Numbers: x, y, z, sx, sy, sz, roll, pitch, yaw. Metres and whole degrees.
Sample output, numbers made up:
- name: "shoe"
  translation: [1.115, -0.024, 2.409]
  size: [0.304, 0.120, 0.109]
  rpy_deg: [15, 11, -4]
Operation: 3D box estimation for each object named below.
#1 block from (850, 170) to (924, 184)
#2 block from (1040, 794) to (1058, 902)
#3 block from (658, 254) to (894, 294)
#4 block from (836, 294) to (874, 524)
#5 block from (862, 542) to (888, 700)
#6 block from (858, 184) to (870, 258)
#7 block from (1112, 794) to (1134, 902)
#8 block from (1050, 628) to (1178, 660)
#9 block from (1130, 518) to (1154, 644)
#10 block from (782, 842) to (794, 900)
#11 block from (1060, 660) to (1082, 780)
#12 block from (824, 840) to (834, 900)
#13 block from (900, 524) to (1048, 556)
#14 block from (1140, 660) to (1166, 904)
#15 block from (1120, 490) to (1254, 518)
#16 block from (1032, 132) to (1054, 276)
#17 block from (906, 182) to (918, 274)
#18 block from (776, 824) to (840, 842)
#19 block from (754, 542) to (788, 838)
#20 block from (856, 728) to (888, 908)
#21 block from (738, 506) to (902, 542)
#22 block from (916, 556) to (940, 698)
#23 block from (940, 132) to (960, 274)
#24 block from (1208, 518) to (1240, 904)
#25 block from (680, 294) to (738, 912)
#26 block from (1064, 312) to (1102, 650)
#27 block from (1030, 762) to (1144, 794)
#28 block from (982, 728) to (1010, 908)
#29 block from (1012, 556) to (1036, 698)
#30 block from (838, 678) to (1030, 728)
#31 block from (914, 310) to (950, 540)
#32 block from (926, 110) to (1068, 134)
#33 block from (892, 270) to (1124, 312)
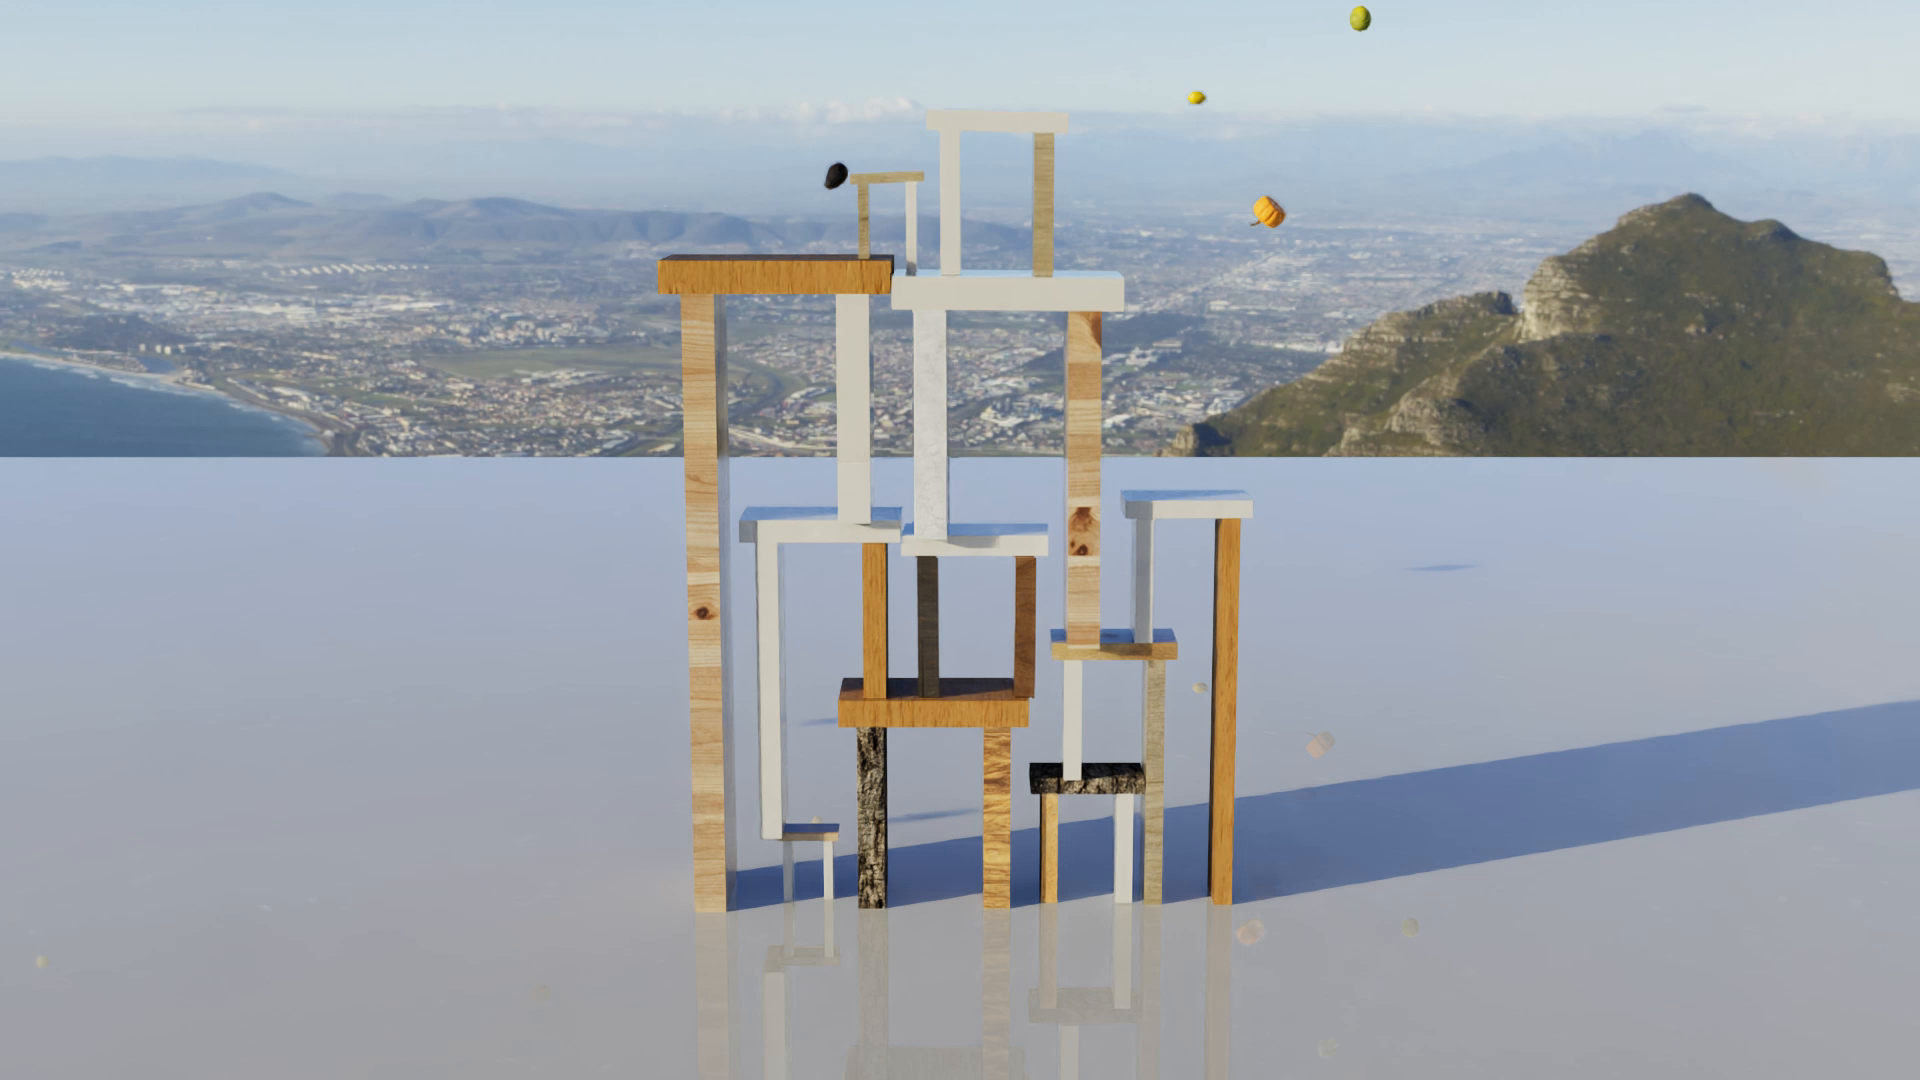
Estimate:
- name: "block"
  translation: [-0.114, -0.569, 3.452]
  size: [0.115, 0.016, 0.058]
  rpy_deg: [-2, 11, 0]
- name: "block"
  translation: [0.147, 0.498, 3.655]
  size: [0.026, 0.185, 0.093]
  rpy_deg: [0, 11, 0]
- name: "block"
  translation: [-0.286, -0.422, 3.482]
  size: [0.360, 0.051, 0.180]
  rpy_deg: [0, 11, 0]
- name: "block"
  translation: [-0.166, -0.219, 3.519]
  size: [0.051, 0.360, 0.180]
  rpy_deg: [0, 11, 0]
- name: "block"
  translation: [-0.137, 0.119, 3.585]
  size: [0.036, 0.257, 0.128]
  rpy_deg: [0, 11, 0]
- name: "block"
  translation: [-0.151, -0.503, 3.464]
  size: [0.016, 0.115, 0.058]
  rpy_deg: [0, 11, 0]
- name: "block"
  translation: [0.271, 0.498, 3.655]
  size: [0.026, 0.185, 0.093]
  rpy_deg: [0, 11, 0]
- name: "block"
  translation: [0.249, 0.170, 3.588]
  size: [0.202, 0.029, 0.101]
  rpy_deg: [0, 11, 0]
- name: "block"
  translation: [0.295, 0.056, 3.564]
  size: [0.029, 0.203, 0.102]
  rpy_deg: [0, 11, 0]
- name: "block"
  translation: [-0.285, 0.541, 3.657]
  size: [0.014, 0.101, 0.050]
  rpy_deg: [0, 11, 0]
- name: "block"
  translation: [0.183, 0.283, 3.610]
  size: [0.029, 0.202, 0.101]
  rpy_deg: [0, 10, 0]
- name: "block"
  translation: [-0.218, 0.541, 3.657]
  size: [0.014, 0.101, 0.050]
  rpy_deg: [0, 11, 0]
- name: "block"
  translation: [0.026, -0.001, 3.552]
  size: [0.234, 0.033, 0.117]
  rpy_deg: [0, 10, 3]
- name: "block"
  translation: [0.317, 0.387, 3.629]
  size: [0.029, 0.413, 0.101]
  rpy_deg: [0, 11, 0]
- name: "block"
  translation: [0.364, -0.058, 3.543]
  size: [0.203, 0.029, 0.102]
  rpy_deg: [0, 11, -1]
- name: "block"
  translation: [0.130, -0.529, 3.456]
  size: [0.031, 0.219, 0.109]
  rpy_deg: [0, 10, 1]
- name: "block"
  translation: [-0.076, -0.493, 3.467]
  size: [0.016, 0.142, 0.058]
  rpy_deg: [0, 10, 0]
- name: "block"
  translation: [-0.251, 0.484, 3.647]
  size: [0.101, 0.014, 0.050]
  rpy_deg: [0, 11, 0]
- name: "block"
  translation: [-0.308, 0.234, 3.607]
  size: [0.036, 0.492, 0.128]
  rpy_deg: [0, 11, 0]
- name: "block"
  translation: [-0.145, 0.438, 3.646]
  size: [0.043, 0.307, 0.153]
  rpy_deg: [0, 11, 0]
- name: "block"
  translation: [-0.223, -0.025, 3.559]
  size: [0.257, 0.036, 0.128]
  rpy_deg: [0, 11, 0]
- name: "block"
  translation: [-0.051, 0.130, 3.588]
  size: [0.033, 0.234, 0.117]
  rpy_deg: [0, 11, 0]
- name: "block"
  translation: [-0.015, -0.531, 3.457]
  size: [0.031, 0.219, 0.109]
  rpy_deg: [0, 11, 0]
- name: "block"
  translation: [0.432, 0.273, 3.606]
  size: [0.029, 0.645, 0.102]
  rpy_deg: [0, 11, 0]
- name: "block"
  translation: [-0.406, 0.097, 3.579]
  size: [0.051, 1.003, 0.180]
  rpy_deg: [0, 11, 0]
- name: "block"
  translation: [0.195, -0.106, 3.533]
  size: [0.051, 0.535, 0.180]
  rpy_deg: [0, 11, 0]
- name: "block"
  translation: [0.209, 0.394, 3.637]
  size: [0.185, 0.026, 0.093]
  rpy_deg: [0, 11, 0]
- name: "block"
  translation: [0.060, 0.438, 3.646]
  size: [0.043, 0.307, 0.153]
  rpy_deg: [0, 11, 0]
- name: "block"
  translation: [0.105, 0.130, 3.585]
  size: [0.033, 0.234, 0.117]
  rpy_deg: [0, 11, 0]
- name: "block"
  translation: [-0.042, 0.266, 3.614]
  size: [0.307, 0.043, 0.153]
  rpy_deg: [0, 11, 0]
- name: "block"
  translation: [-0.044, -0.193, 3.514]
  size: [0.051, 0.359, 0.180]
  rpy_deg: [0, 10, 1]
- name: "block"
  translation: [0.057, -0.654, 3.435]
  size: [0.219, 0.031, 0.109]
  rpy_deg: [1, 10, 0]
- name: "block"
  translation: [0.075, -0.395, 3.479]
  size: [0.359, 0.051, 0.180]
  rpy_deg: [1, 11, 1]
